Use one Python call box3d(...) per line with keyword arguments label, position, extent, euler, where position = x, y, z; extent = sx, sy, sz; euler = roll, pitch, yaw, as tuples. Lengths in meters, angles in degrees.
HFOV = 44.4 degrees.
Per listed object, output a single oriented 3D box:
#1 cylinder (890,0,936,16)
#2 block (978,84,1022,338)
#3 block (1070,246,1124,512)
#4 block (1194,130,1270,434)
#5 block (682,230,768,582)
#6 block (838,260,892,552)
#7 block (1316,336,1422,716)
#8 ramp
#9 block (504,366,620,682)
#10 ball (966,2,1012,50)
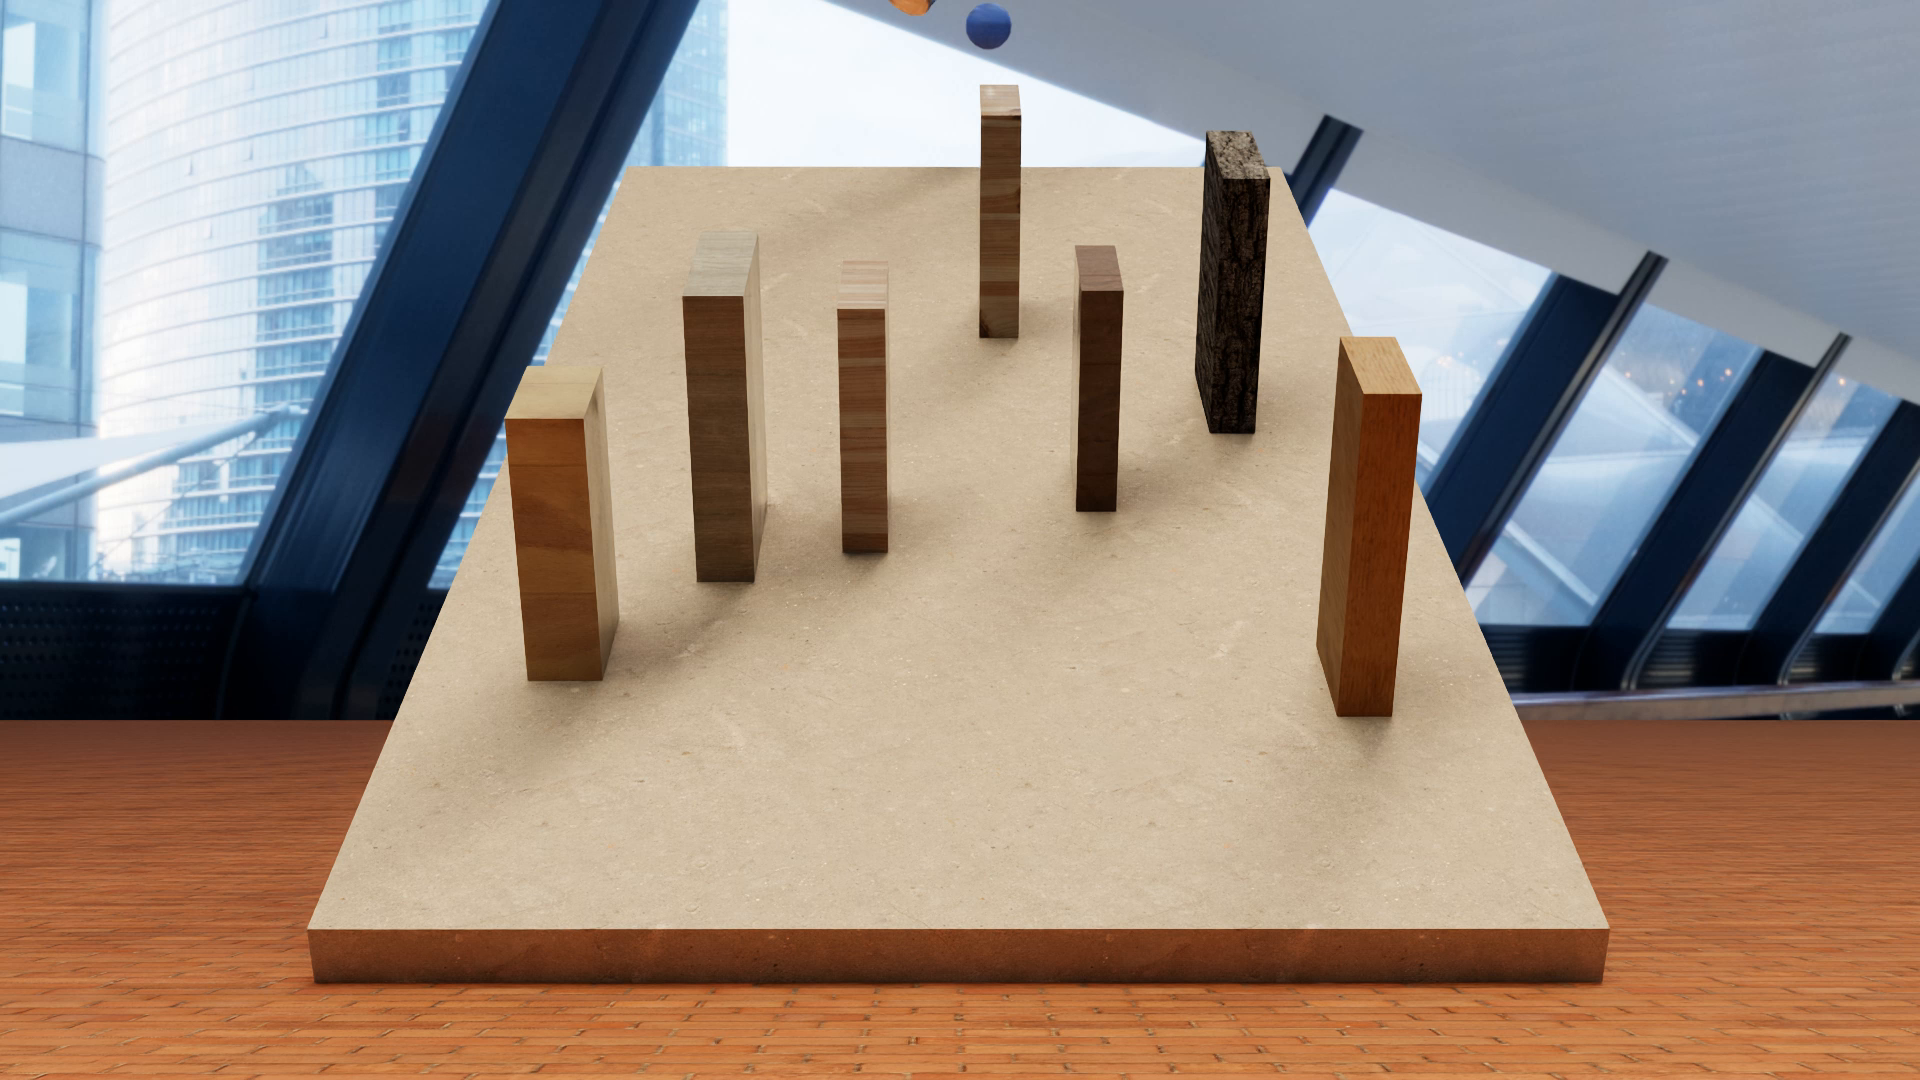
box3d(label="cylinder", position=(-0.126, -1.713, 7.153), extent=(0.167, 0.167, 0.167), euler=(29, -21, 12))
box3d(label="block", position=(0.098, -0.825, 5.897), extent=(0.099, 0.569, 0.287), euler=(0, 26, 0))
box3d(label="block", position=(0.287, -0.344, 4.991), extent=(0.085, 0.493, 0.284), euler=(0, 26, 0))
box3d(label="block", position=(0.619, -0.593, 5.385), extent=(0.103, 0.599, 0.371), euler=(0, 26, 0))
box3d(label="block", position=(-0.465, -0.270, 4.712), extent=(0.115, 0.600, 0.384), euler=(0, 26, 0))
box3d(label="block", position=(-0.193, -0.274, 4.806), extent=(0.093, 0.527, 0.292), euler=(0, 26, 0))
box3d(label="block", position=(0.722, -0.023, 4.182), extent=(0.098, 0.621, 0.267), euler=(0, 26, 0))
box3d(label="ramp", position=(-0.010, -0.229, 5.433), extent=(2.000, 0.100, 4.000), euler=(0, 26, 0))
box3d(label="block", position=(-0.723, -0.030, 4.305), extent=(0.137, 0.521, 0.247), euler=(0, 26, 0))
box3d(label="ball", position=(0.089, -1.600, 7.324), extent=(0.143, 0.143, 0.143), euler=(0, -4, 0))
